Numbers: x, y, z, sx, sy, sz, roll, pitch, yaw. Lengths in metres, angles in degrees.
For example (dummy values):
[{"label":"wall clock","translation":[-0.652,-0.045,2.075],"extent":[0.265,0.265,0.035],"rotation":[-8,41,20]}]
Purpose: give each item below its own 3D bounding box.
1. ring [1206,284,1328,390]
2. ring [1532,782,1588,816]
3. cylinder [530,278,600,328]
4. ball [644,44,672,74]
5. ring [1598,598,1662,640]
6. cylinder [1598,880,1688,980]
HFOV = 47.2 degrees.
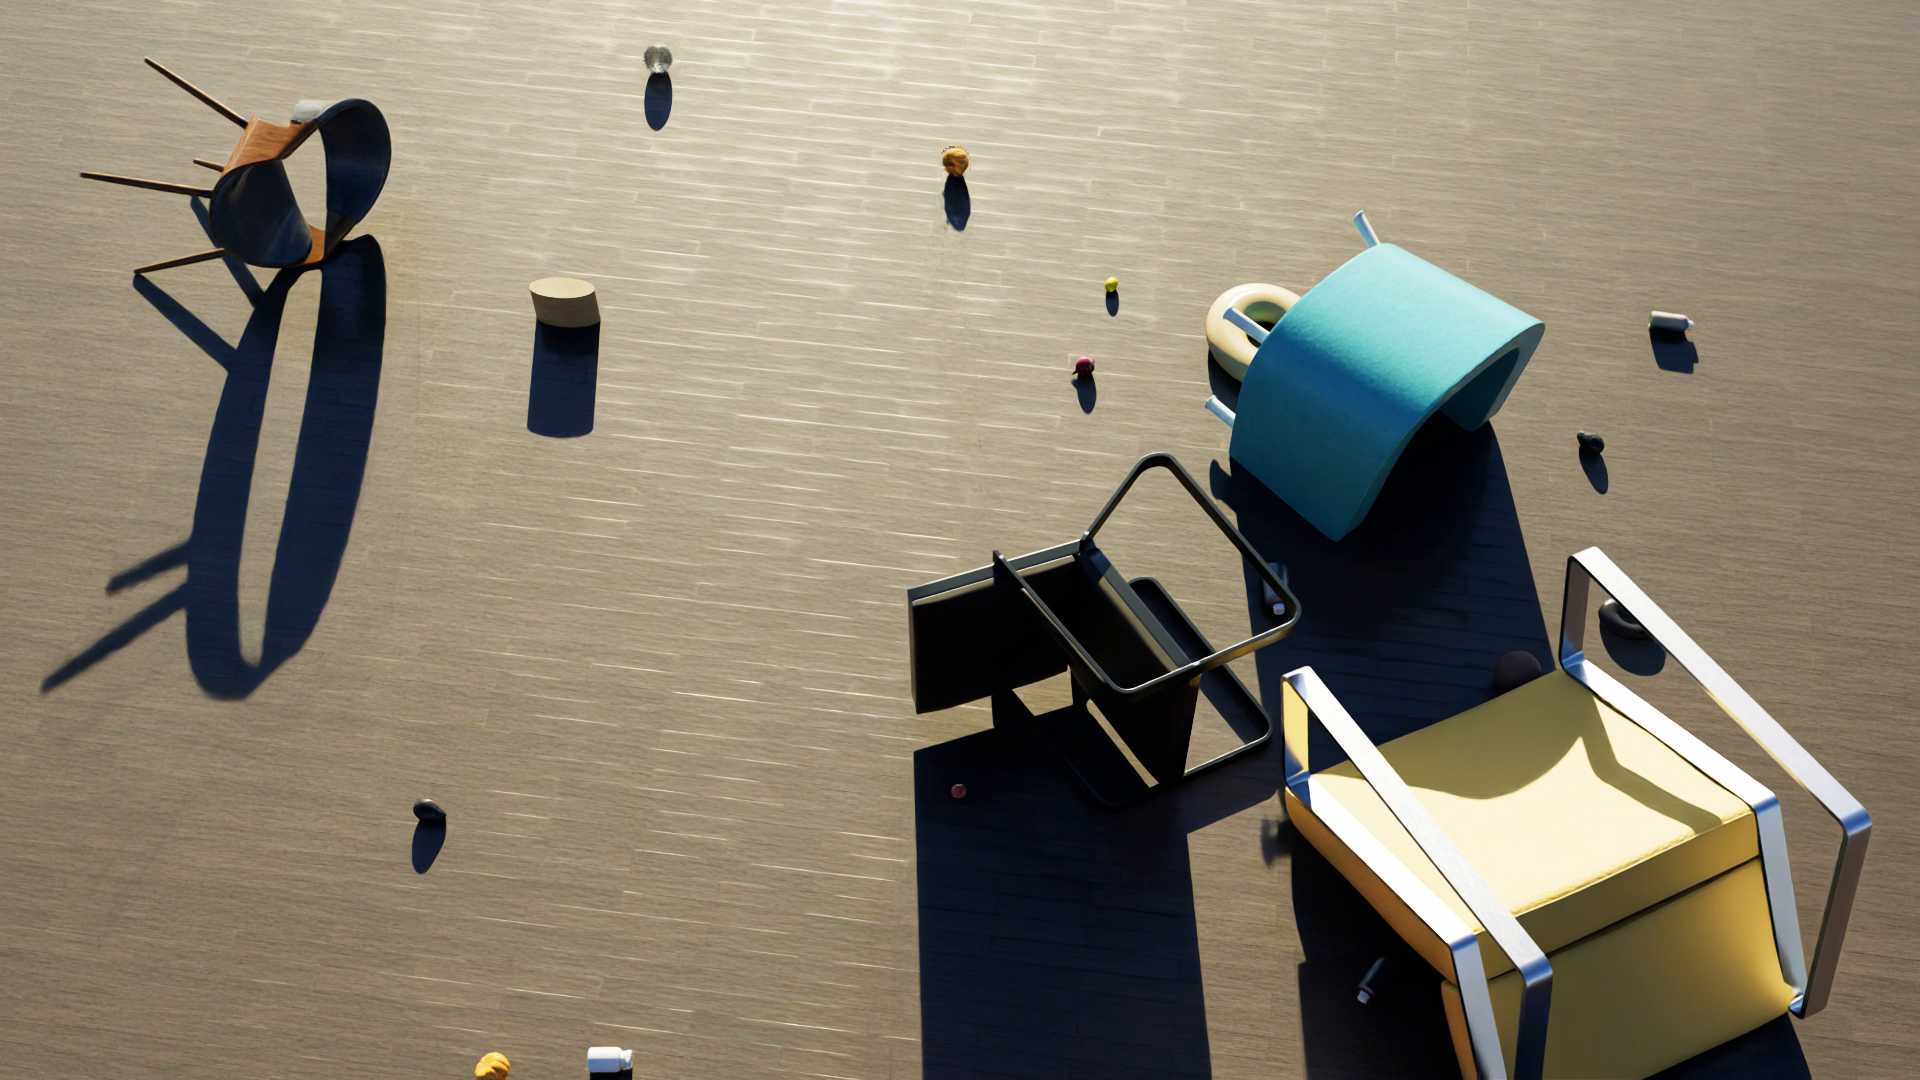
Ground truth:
[{"label":"ring","translation":[0.969,-0.643,6.950],"extent":[0.374,0.092,0.429],"rotation":[-22,59,-13]},{"label":"ring","translation":[1.658,0.715,6.080],"extent":[0.156,0.024,0.088],"rotation":[20,57,13]},{"label":"cylinder","translation":[-1.255,-0.754,6.991],"extent":[0.208,0.147,0.083],"rotation":[3,56,2]},{"label":"ball","translation":[-1.048,-1.671,7.637],"extent":[0.098,0.098,0.098],"rotation":[0,56,0]},{"label":"ring","translation":[1.947,0.229,6.394],"extent":[0.184,0.044,0.132],"rotation":[19,57,13]},{"label":"cylinder","translation":[1.799,1.025,5.788],"extent":[0.185,0.152,0.180],"rotation":[43,62,-8]}]
